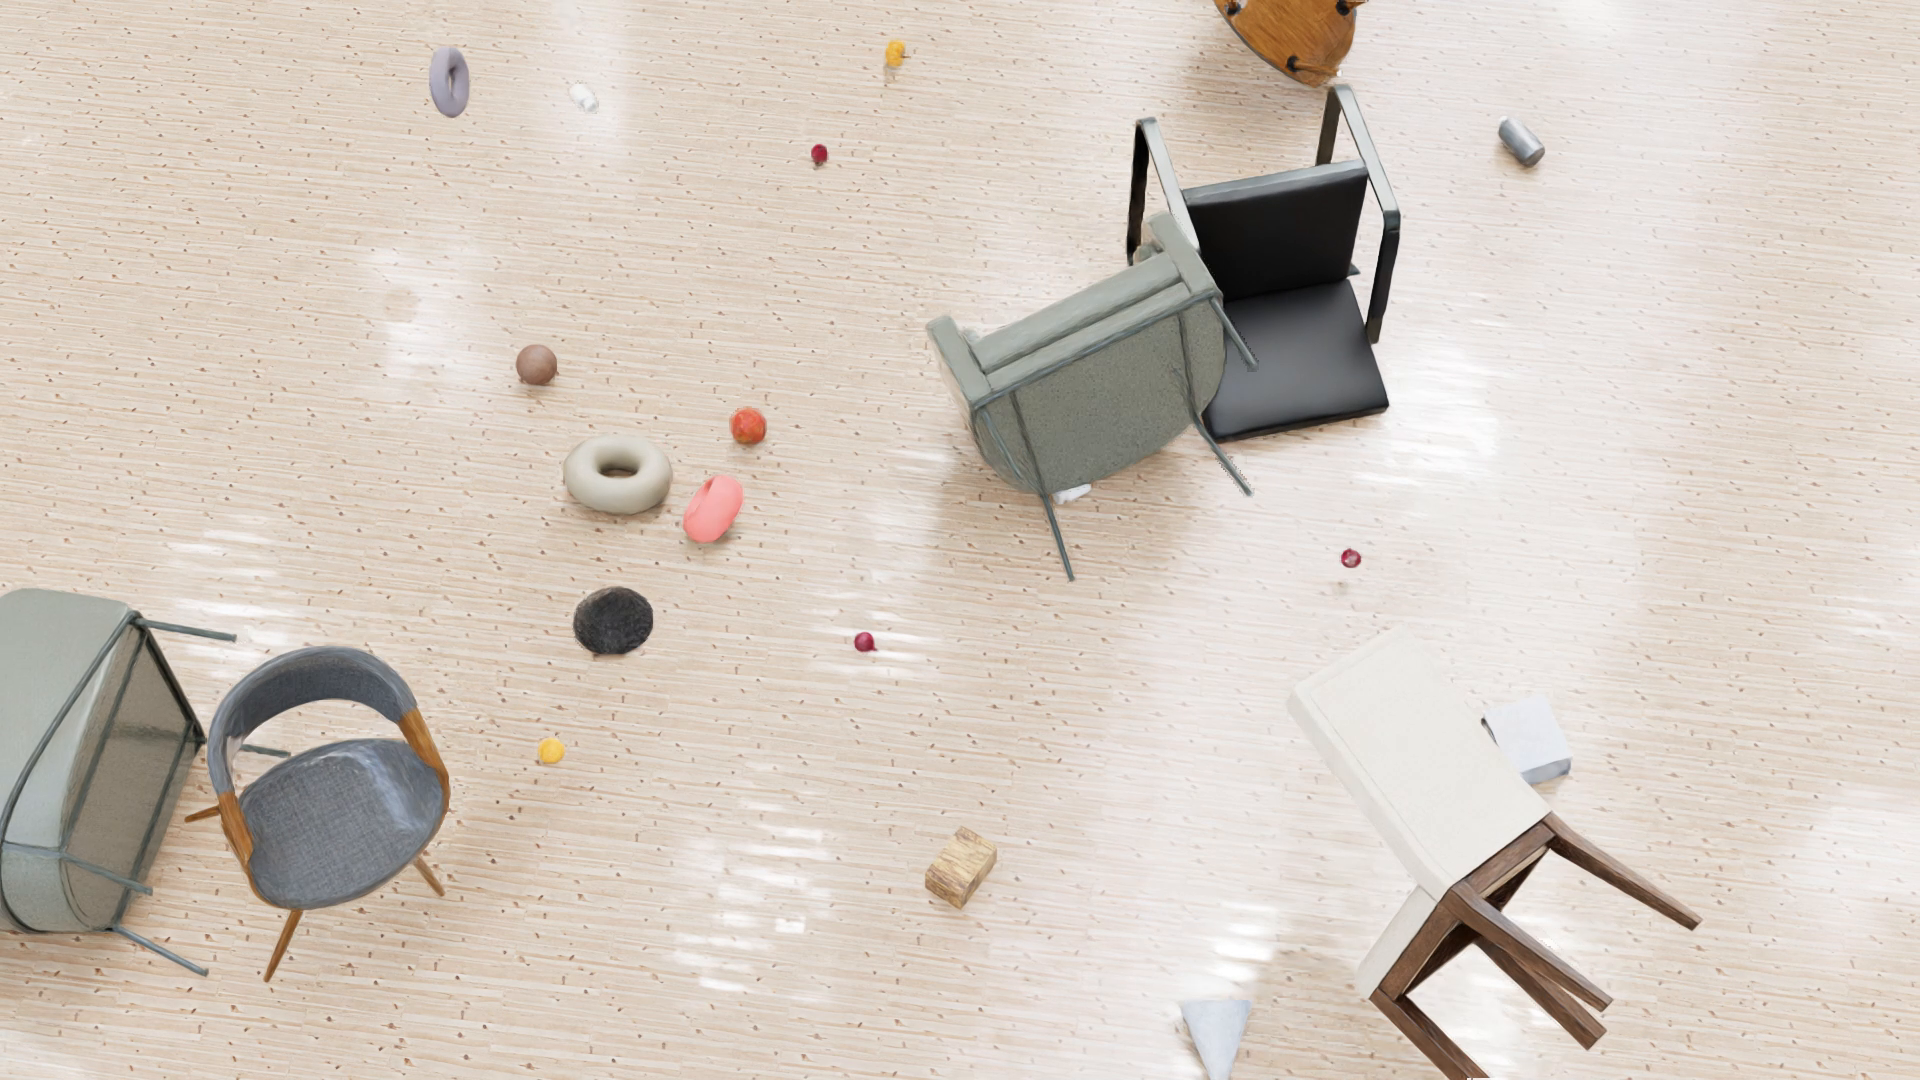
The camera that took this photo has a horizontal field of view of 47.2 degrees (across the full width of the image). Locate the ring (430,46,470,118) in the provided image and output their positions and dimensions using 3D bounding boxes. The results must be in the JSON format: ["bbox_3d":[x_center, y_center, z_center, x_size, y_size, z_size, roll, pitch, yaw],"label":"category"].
[{"bbox_3d":[-1.531,-1.375,6.597,0.055,0.223,0.196,6,51,14],"label":"ring"}]

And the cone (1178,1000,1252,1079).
[{"bbox_3d":[0.662,1.313,5.646,0.203,0.156,0.249,5,73,-20],"label":"cone"}]

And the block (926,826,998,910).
[{"bbox_3d":[0.004,0.882,5.924,0.116,0.096,0.173,30,61,18],"label":"block"}]

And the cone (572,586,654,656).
[{"bbox_3d":[-1.006,0.193,6.350,0.236,0.131,0.250,0,51,-4],"label":"cone"}]

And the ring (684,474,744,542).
[{"bbox_3d":[-0.733,-0.093,6.529,0.111,0.150,0.217,35,89,-23],"label":"ring"}]

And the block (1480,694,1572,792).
[{"bbox_3d":[1.575,0.563,6.116,0.177,0.110,0.205,-17,57,-1],"label":"block"}]

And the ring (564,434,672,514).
[{"bbox_3d":[-1.030,-0.200,6.620,0.330,0.133,0.262,6,53,-1],"label":"ring"}]
